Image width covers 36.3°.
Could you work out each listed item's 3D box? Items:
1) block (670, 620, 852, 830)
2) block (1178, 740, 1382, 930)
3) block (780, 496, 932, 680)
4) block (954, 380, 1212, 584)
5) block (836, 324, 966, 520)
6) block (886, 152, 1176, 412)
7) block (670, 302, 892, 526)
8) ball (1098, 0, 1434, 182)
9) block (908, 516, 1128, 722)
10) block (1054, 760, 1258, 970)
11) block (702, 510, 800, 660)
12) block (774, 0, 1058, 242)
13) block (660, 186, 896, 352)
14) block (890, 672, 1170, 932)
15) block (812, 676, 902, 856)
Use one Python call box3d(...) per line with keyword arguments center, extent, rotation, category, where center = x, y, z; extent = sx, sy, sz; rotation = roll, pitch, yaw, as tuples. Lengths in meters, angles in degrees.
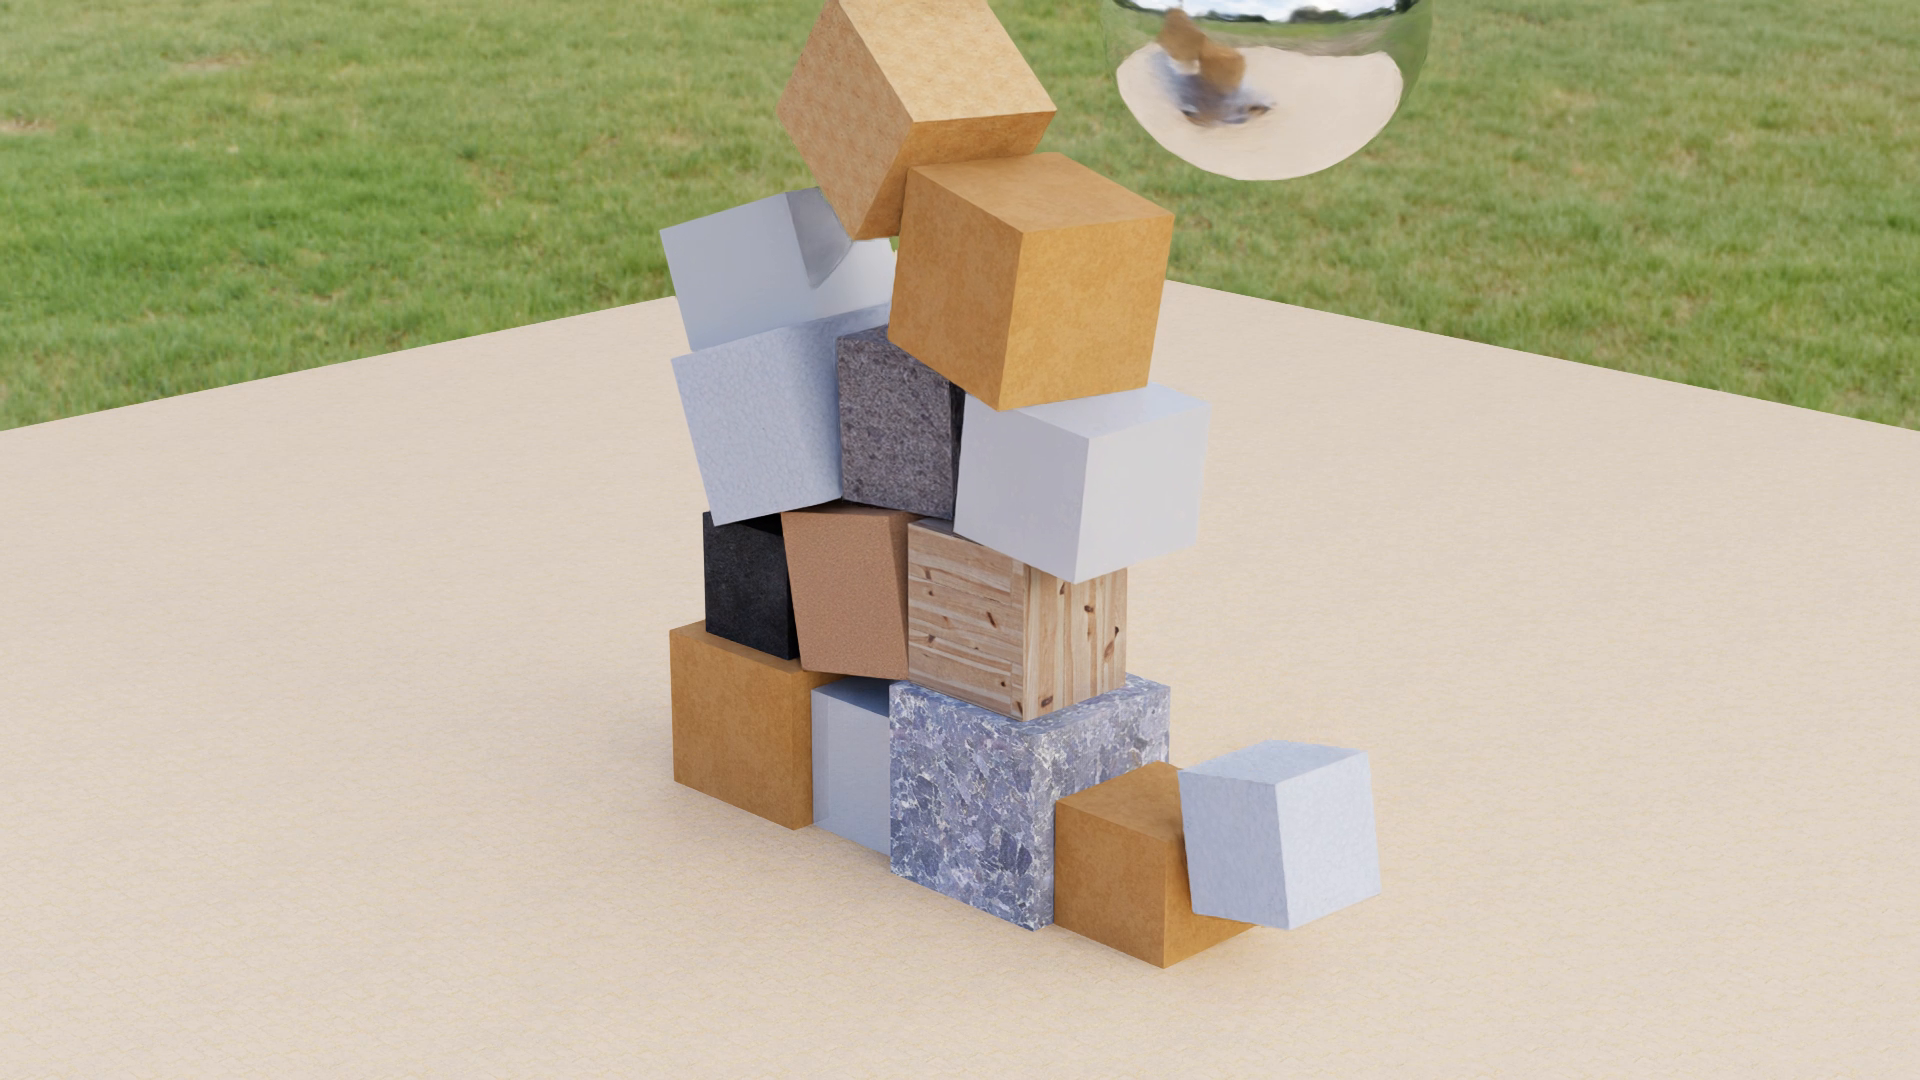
box3d(center=(-0.795, 0.818, 14.423), extent=(0.889, 0.791, 0.878), rotation=(17, 24, 42), category="block")
box3d(center=(1.348, 1.230, 12.357), extent=(0.585, 0.617, 0.551), rotation=(-14, 12, -41), category="block")
box3d(center=(-0.268, 0.171, 13.697), extent=(0.731, 0.760, 0.754), rotation=(3, 15, 45), category="block")
box3d(center=(0.528, -0.311, 12.679), extent=(0.711, 0.652, 0.792), rotation=(24, 28, 39), category="block")
box3d(center=(-0.086, -0.572, 13.349), extent=(0.664, 0.756, 0.637), rotation=(11, 20, 39), category="block")
box3d(center=(0.295, -1.129, 12.635), extent=(0.808, 0.796, 0.834), rotation=(-11, 31, -35), category="block")
box3d(center=(-0.702, -0.609, 13.911), extent=(0.757, 0.818, 0.891), rotation=(-11, 5, 45), category="block")
box3d(center=(1.467, -2.528, 14.085), extent=(1.600, 1.600, 1.600), rotation=(0, 17, 0), category="ball")
box3d(center=(0.258, 0.291, 13.114), extent=(0.668, 0.752, 0.713), rotation=(-17, 24, -42), category="block")
box3d(center=(0.882, 1.413, 12.870), extent=(0.674, 0.587, 0.642), rotation=(-17, 24, -42), category="block")
box3d(center=(-0.803, 0.150, 14.216), extent=(0.593, 0.607, 0.641), rotation=(16, 24, 42), category="block")
box3d(center=(-0.204, -1.896, 12.942), extent=(0.764, 0.732, 0.800), rotation=(-11, 58, -35), category="block")
box3d(center=(-0.844, -1.312, 13.993), extent=(0.752, 0.600, 0.760), rotation=(-12, 4, 32), category="block")
box3d(center=(0.315, 1.094, 13.338), extent=(0.884, 0.915, 0.907), rotation=(-17, 24, -42), category="block")
box3d(center=(-0.242, 1.033, 13.909), extent=(0.645, 0.688, 0.655), rotation=(-17, 24, -42), category="block")
